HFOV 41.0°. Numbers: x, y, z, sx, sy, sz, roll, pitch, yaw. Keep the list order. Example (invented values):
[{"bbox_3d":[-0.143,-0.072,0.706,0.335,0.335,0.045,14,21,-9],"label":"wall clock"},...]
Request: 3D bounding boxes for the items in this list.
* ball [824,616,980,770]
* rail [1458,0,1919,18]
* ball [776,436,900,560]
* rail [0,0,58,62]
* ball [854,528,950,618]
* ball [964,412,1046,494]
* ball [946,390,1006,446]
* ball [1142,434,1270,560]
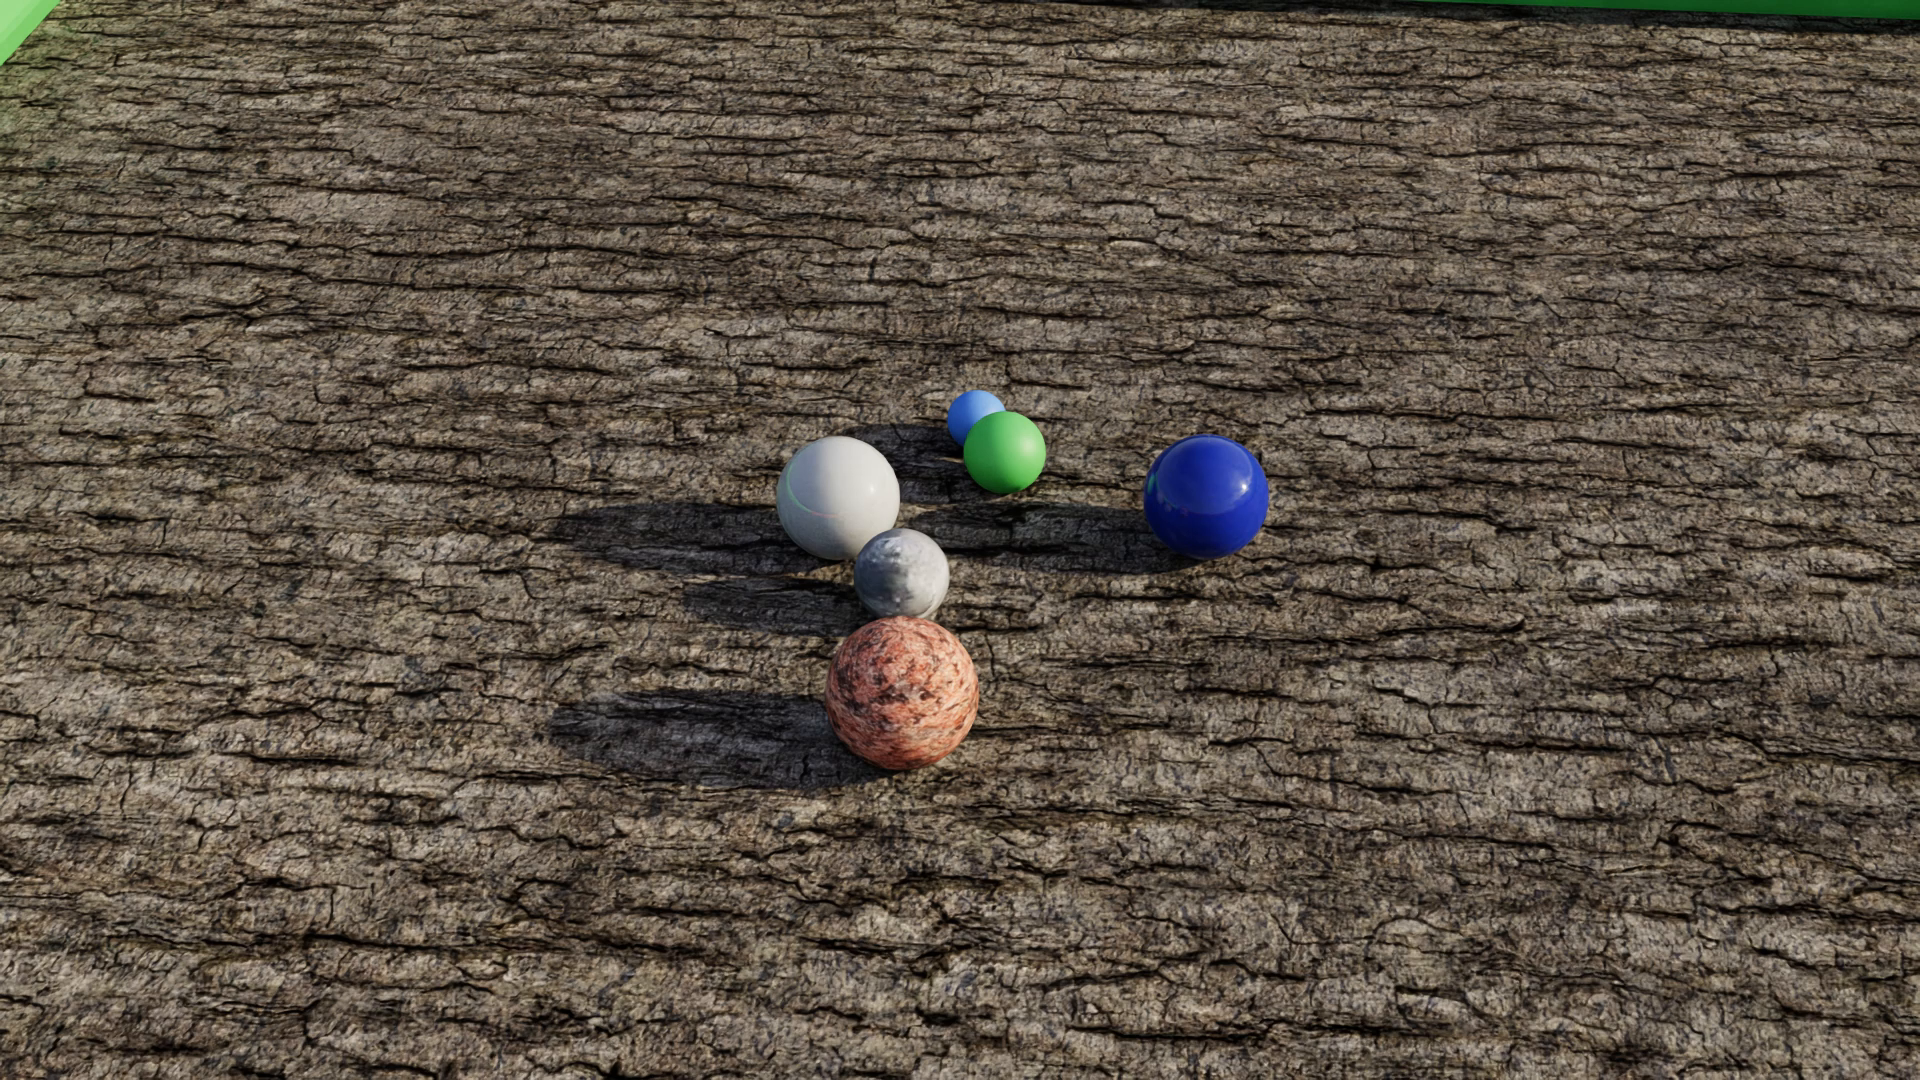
[{"bbox_3d":[-0.035,0.093,1.559,0.094,0.094,0.094,0,36,0],"label":"ball"},{"bbox_3d":[1.047,-0.532,2.403,3.852,0.122,0.045,3,36,4],"label":"rail"},{"bbox_3d":[-0.082,-0.028,1.736,0.084,0.084,0.084,0,36,0],"label":"ball"},{"bbox_3d":[-0.935,-0.071,1.762,0.045,0.122,1.981,3,36,4],"label":"rail"},{"bbox_3d":[-0.038,0.024,1.681,0.063,0.063,0.063,0,36,0],"label":"ball"},{"bbox_3d":[0.031,-0.061,1.805,0.058,0.058,0.058,0,36,0],"label":"ball"},{"bbox_3d":[0.012,-0.087,1.852,0.044,0.044,0.044,0,36,0],"label":"ball"},{"bbox_3d":[0.166,-0.029,1.736,0.086,0.086,0.086,0,36,0],"label":"ball"}]
